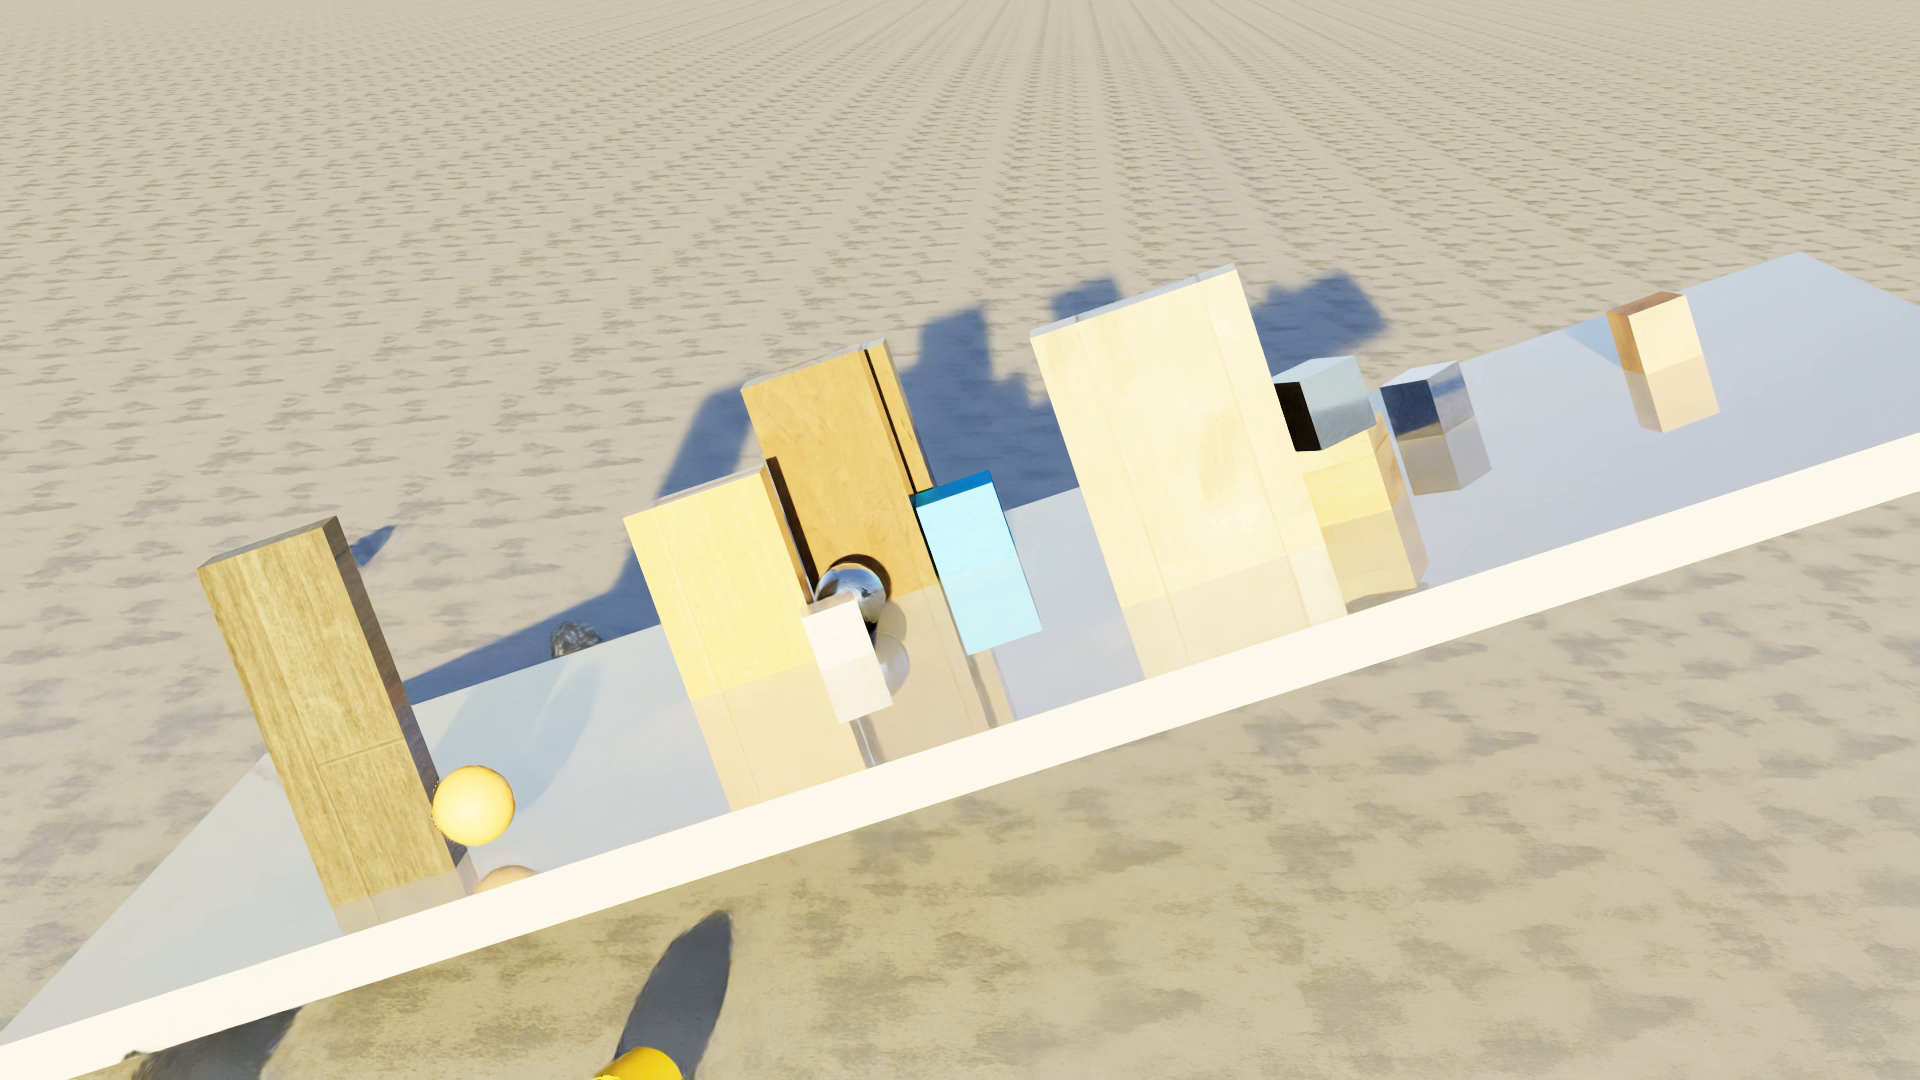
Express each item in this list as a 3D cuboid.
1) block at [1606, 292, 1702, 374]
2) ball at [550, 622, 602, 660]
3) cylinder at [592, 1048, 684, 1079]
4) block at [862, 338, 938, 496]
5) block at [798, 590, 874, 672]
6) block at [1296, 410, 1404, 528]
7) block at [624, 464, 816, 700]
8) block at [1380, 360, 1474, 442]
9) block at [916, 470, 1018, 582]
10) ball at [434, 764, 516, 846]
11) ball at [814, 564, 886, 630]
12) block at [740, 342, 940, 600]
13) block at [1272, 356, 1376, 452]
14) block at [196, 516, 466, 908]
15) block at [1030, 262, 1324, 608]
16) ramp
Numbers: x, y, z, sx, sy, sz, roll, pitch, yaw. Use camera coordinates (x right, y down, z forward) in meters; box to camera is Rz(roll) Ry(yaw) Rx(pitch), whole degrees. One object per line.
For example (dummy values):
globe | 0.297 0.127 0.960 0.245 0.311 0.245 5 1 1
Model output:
block | 1.506 -0.450 6.386 0.134 0.134 0.134 -20 11 -5
ball | -1.124 0.317 8.617 0.153 0.153 0.153 0 12 0
cylinder | -0.599 1.019 5.356 0.146 0.146 0.146 4 13 20
block | -0.257 -0.169 6.978 0.347 0.531 0.104 -18 11 6
block | -0.265 0.193 6.292 0.122 0.122 0.122 -20 11 -3
block | 0.790 -0.146 6.015 0.171 0.171 0.171 -15 12 22
block | -0.505 0.092 6.392 0.312 0.428 0.113 -18 11 6
block | 1.034 -0.307 6.507 0.129 0.129 0.129 -8 15 45
block | 0.013 -0.034 6.776 0.181 0.181 0.181 -19 11 2
ball | -0.931 0.509 5.637 0.155 0.155 0.155 0 12 0
ball | -0.243 0.129 6.479 0.156 0.156 0.156 0 12 0
block | -0.270 -0.133 6.735 0.279 0.565 0.128 -18 11 6
block | 0.718 -0.273 5.920 0.147 0.147 0.147 -25 12 -27
block | -1.204 0.332 5.660 0.258 0.707 0.114 -18 11 6
block | 0.432 -0.207 5.859 0.424 0.574 0.118 -18 11 6
ramp | 0.107 0.180 6.305 4.000 0.100 2.000 -18 11 6
